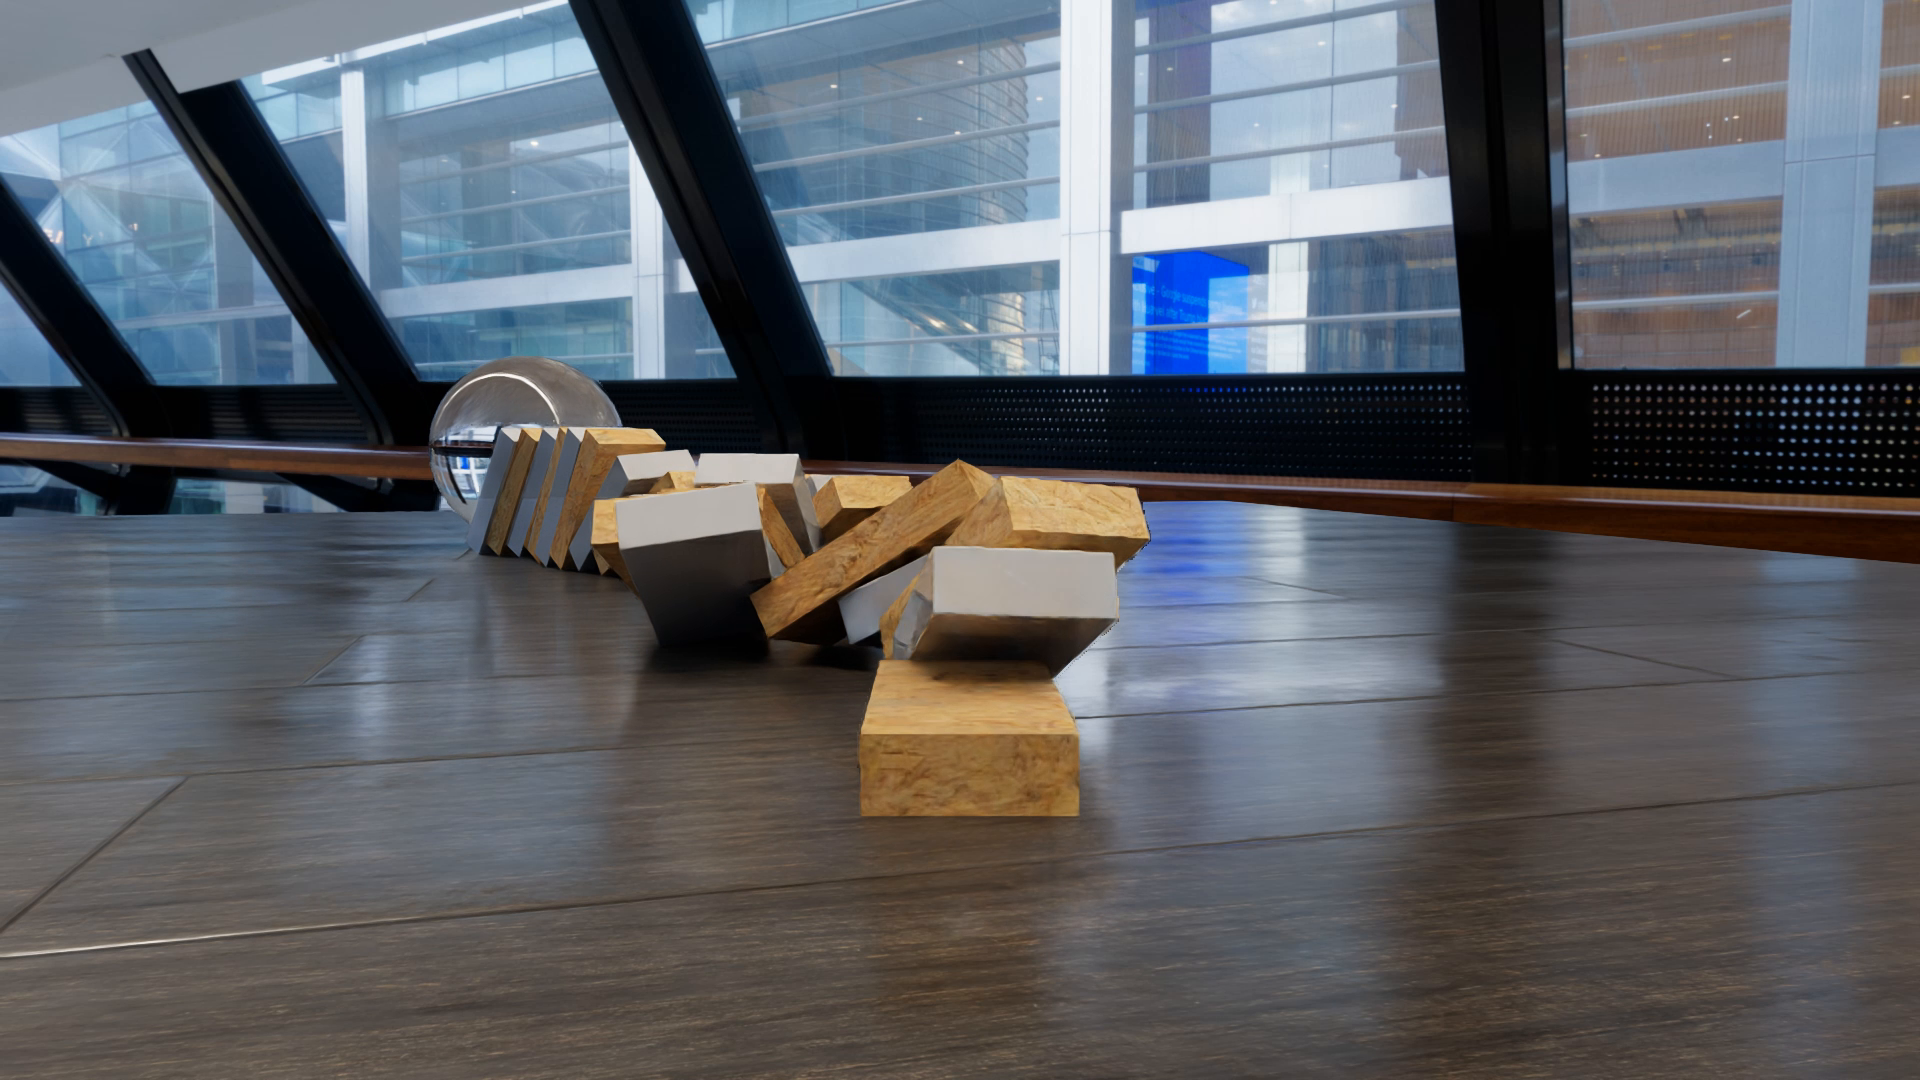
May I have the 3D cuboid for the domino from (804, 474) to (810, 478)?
[{"bbox_3d":[-0.065,-0.003,0.388,0.050,0.010,0.025,-35,-19,36],"label":"domino"}]

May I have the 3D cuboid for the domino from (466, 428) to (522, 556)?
[{"bbox_3d":[-0.170,-0.019,0.494,0.009,0.050,0.025,37,24,29],"label":"domino"}]

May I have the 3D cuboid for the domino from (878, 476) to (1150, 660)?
[{"bbox_3d":[0.008,0.007,0.219,0.025,0.009,0.050,4,-31,-27],"label":"domino"}]

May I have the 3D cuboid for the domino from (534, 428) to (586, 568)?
[{"bbox_3d":[-0.127,-0.015,0.442,0.025,0.050,0.009,-4,36,-45],"label":"domino"}]

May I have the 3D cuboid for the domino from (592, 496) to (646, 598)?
[{"bbox_3d":[-0.058,0.005,0.275,0.025,0.009,0.050,-3,-23,3],"label":"domino"}]

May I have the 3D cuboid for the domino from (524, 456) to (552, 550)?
[{"bbox_3d":[-0.142,-0.017,0.476,0.010,0.050,0.025,38,25,30],"label":"domino"}]

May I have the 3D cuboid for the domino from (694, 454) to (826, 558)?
[{"bbox_3d":[-0.050,-0.003,0.336,0.025,0.010,0.050,1,-37,7],"label":"domino"}]

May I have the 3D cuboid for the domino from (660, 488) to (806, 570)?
[{"bbox_3d":[-0.055,0.003,0.319,0.025,0.010,0.050,0,-24,8],"label":"domino"}]

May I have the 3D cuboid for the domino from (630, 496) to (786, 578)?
[{"bbox_3d":[-0.057,0.004,0.299,0.025,0.009,0.050,0,-23,5],"label":"domino"}]

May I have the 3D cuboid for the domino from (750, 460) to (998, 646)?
[{"bbox_3d":[-0.014,0.004,0.253,0.050,0.010,0.025,-32,-19,15],"label":"domino"}]

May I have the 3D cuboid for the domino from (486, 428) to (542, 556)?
[{"bbox_3d":[-0.160,-0.018,0.489,0.009,0.050,0.025,37,24,29],"label":"domino"}]

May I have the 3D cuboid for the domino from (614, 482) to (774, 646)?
[{"bbox_3d":[-0.050,0.006,0.251,0.025,0.010,0.050,-9,-24,-8],"label":"domino"}]

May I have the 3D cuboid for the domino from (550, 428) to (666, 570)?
[{"bbox_3d":[-0.119,-0.014,0.434,0.025,0.050,0.009,-4,38,-46],"label":"domino"}]

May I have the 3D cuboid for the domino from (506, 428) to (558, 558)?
[{"bbox_3d":[-0.151,-0.018,0.483,0.010,0.050,0.025,37,24,29],"label":"domino"}]

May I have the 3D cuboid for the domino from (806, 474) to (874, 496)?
[{"bbox_3d":[-0.048,-0.003,0.378,0.050,0.010,0.025,-35,-20,36],"label":"domino"}]

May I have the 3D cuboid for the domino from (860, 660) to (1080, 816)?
[{"bbox_3d":[0.001,0.025,0.171,0.025,0.010,0.050,0,4,-1],"label":"domino"}]

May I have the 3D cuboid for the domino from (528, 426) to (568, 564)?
[{"bbox_3d":[-0.133,-0.015,0.452,0.025,0.050,0.010,-4,36,-45],"label":"domino"}]

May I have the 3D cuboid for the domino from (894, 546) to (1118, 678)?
[{"bbox_3d":[0.005,0.013,0.196,0.025,0.009,0.050,2,-18,-9],"label":"domino"}]

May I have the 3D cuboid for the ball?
[{"bbox_3d":[-0.184,-0.039,0.547,0.080,0.080,0.080,0,4,0],"label":"ball"}]

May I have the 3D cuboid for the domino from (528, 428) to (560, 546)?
[{"bbox_3d":[-0.137,-0.016,0.464,0.025,0.050,0.009,-4,35,-46],"label":"domino"}]

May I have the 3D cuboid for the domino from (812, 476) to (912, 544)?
[{"bbox_3d":[-0.036,-0.001,0.361,0.025,0.009,0.050,-3,-25,-39],"label":"domino"}]

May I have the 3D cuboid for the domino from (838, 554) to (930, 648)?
[{"bbox_3d":[0.005,0.007,0.243,0.050,0.009,0.025,-26,-20,25],"label":"domino"}]

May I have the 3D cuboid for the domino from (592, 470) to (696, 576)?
[{"bbox_3d":[-0.094,-0.005,0.411,0.025,0.010,0.050,-5,-25,-48],"label":"domino"}]

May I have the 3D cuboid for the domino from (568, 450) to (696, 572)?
[{"bbox_3d":[-0.107,-0.009,0.420,0.025,0.010,0.050,-10,-29,-42],"label":"domino"}]
